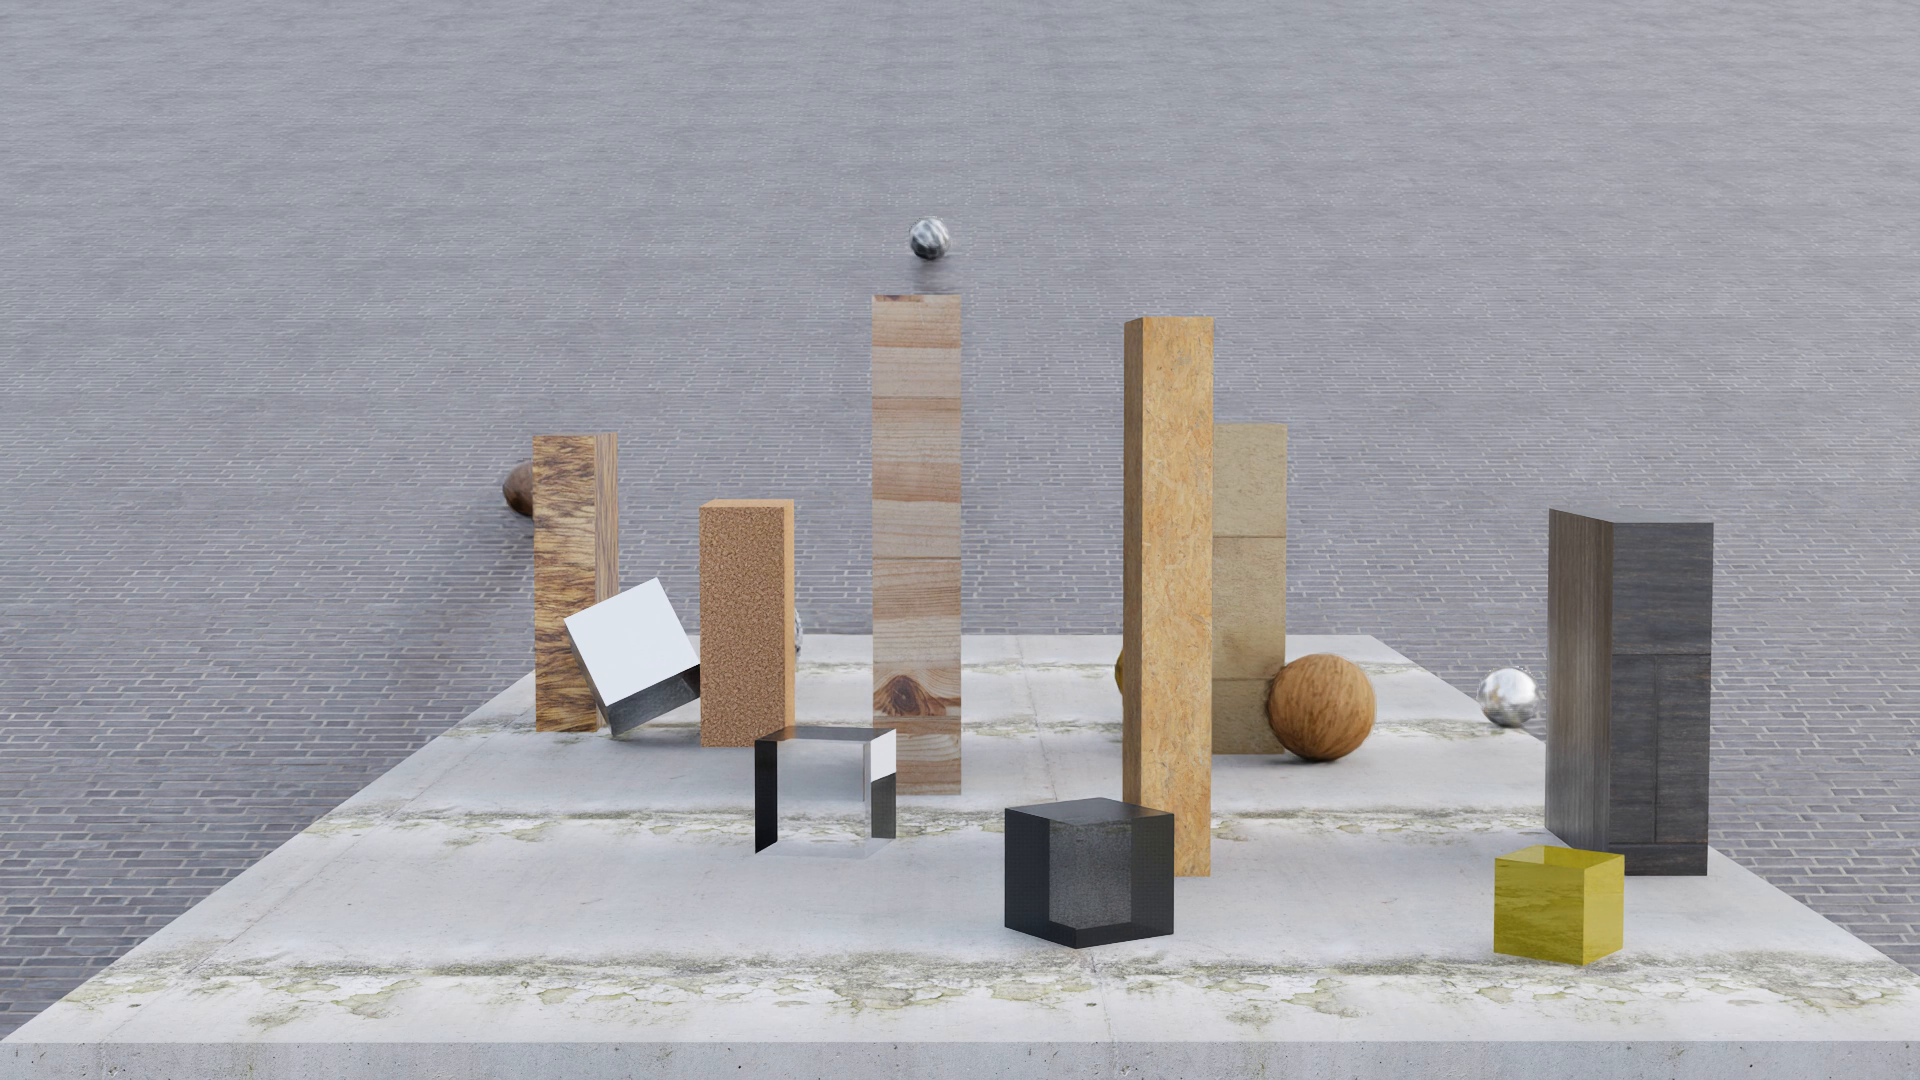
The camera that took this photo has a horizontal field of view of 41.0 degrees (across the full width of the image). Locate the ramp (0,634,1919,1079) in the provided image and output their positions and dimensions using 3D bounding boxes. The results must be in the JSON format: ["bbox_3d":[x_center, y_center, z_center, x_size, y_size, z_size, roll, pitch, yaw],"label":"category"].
[{"bbox_3d":[0.046,0.419,4.535,2.000,0.100,4.000,0,4,0],"label":"ramp"}]

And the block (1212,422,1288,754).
[{"bbox_3d":[0.501,0.077,4.598,0.127,0.574,0.303,0,4,0],"label":"block"}]

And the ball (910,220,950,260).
[{"bbox_3d":[-0.124,-1.254,10.717,0.170,0.170,0.170,0,20,0],"label":"ball"}]

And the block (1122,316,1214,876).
[{"bbox_3d":[0.283,0.065,3.537,0.091,0.733,0.376,0,4,0],"label":"block"}]

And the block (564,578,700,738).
[{"bbox_3d":[-0.588,0.213,4.642,0.182,0.182,0.182,-25,-18,-13],"label":"block"}]

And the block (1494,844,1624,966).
[{"bbox_3d":[0.685,0.415,2.934,0.109,0.109,0.109,3,5,38],"label":"block"}]

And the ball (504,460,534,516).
[{"bbox_3d":[-1.279,-0.155,7.667,0.167,0.167,0.167,0,20,0],"label":"ball"}]

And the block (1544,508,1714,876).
[{"bbox_3d":[0.917,0.198,3.544,0.130,0.465,0.366,0,4,0],"label":"block"}]

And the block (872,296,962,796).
[{"bbox_3d":[-0.068,-0.003,4.218,0.138,0.782,0.426,0,4,0],"label":"block"}]

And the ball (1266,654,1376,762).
[{"bbox_3d":[0.616,0.286,4.383,0.184,0.184,0.184,0,20,0],"label":"ball"}]

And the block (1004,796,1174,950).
[{"bbox_3d":[0.152,0.392,3.040,0.143,0.143,0.143,-2,4,-34],"label":"block"}]

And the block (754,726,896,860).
[{"bbox_3d":[-0.187,0.350,3.587,0.158,0.158,0.158,1,4,14],"label":"block"}]

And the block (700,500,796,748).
[{"bbox_3d":[-0.386,0.146,4.686,0.150,0.427,0.284,0,4,0],"label":"block"}]

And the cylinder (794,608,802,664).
[{"bbox_3d":[-0.451,0.216,5.809,0.143,0.143,0.143,-2,19,-26],"label":"cylinder"}]

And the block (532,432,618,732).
[{"bbox_3d":[-0.730,0.071,4.905,0.112,0.547,0.333,0,4,0],"label":"block"}]

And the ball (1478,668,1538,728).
[{"bbox_3d":[1.027,0.295,4.806,0.111,0.111,0.111,0,20,0],"label":"ball"}]

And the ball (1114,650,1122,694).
[{"bbox_3d":[0.383,0.258,4.982,0.164,0.164,0.164,0,20,0],"label":"ball"}]
